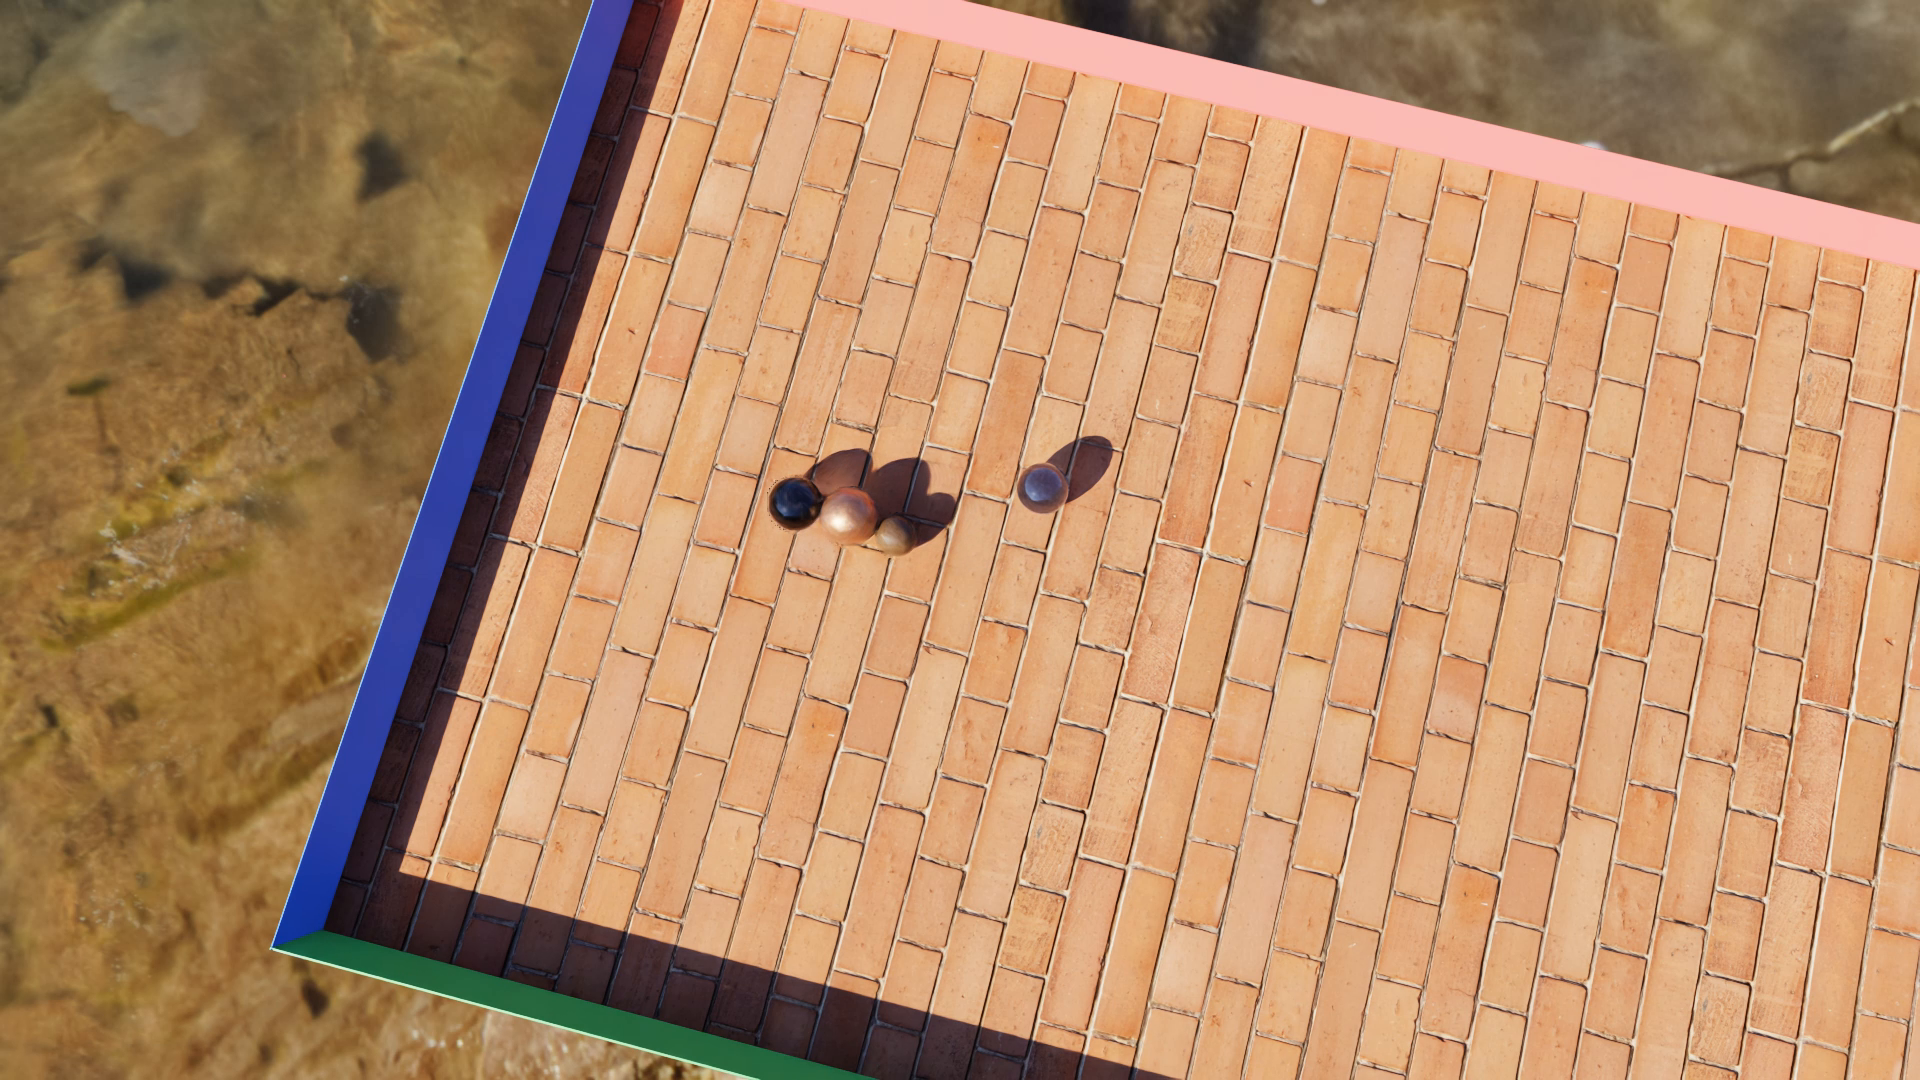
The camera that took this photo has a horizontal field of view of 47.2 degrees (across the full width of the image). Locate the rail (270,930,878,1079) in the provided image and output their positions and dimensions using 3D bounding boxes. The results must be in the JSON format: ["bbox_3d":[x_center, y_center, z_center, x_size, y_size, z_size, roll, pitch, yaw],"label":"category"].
[{"bbox_3d":[0.555,0.956,3.066,3.154,0.116,0.045,14,75,4],"label":"rail"}]

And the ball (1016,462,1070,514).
[{"bbox_3d":[0.127,-0.079,3.373,0.081,0.081,0.081,0,74,0],"label":"ball"}]

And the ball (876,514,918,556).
[{"bbox_3d":[-0.096,-0.007,3.361,0.065,0.065,0.065,0,74,0],"label":"ball"}]

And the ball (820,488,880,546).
[{"bbox_3d":[-0.168,-0.035,3.357,0.089,0.089,0.089,0,74,0],"label":"ball"}]

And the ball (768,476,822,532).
[{"bbox_3d":[-0.252,-0.055,3.365,0.084,0.084,0.084,0,74,0],"label":"ball"}]

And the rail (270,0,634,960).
[{"bbox_3d":[-0.740,-0.190,3.385,0.045,0.116,1.696,14,75,4],"label":"rail"}]

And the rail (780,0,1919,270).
[{"bbox_3d":[0.971,-0.581,3.494,3.154,0.116,0.045,14,75,4],"label":"rail"}]
